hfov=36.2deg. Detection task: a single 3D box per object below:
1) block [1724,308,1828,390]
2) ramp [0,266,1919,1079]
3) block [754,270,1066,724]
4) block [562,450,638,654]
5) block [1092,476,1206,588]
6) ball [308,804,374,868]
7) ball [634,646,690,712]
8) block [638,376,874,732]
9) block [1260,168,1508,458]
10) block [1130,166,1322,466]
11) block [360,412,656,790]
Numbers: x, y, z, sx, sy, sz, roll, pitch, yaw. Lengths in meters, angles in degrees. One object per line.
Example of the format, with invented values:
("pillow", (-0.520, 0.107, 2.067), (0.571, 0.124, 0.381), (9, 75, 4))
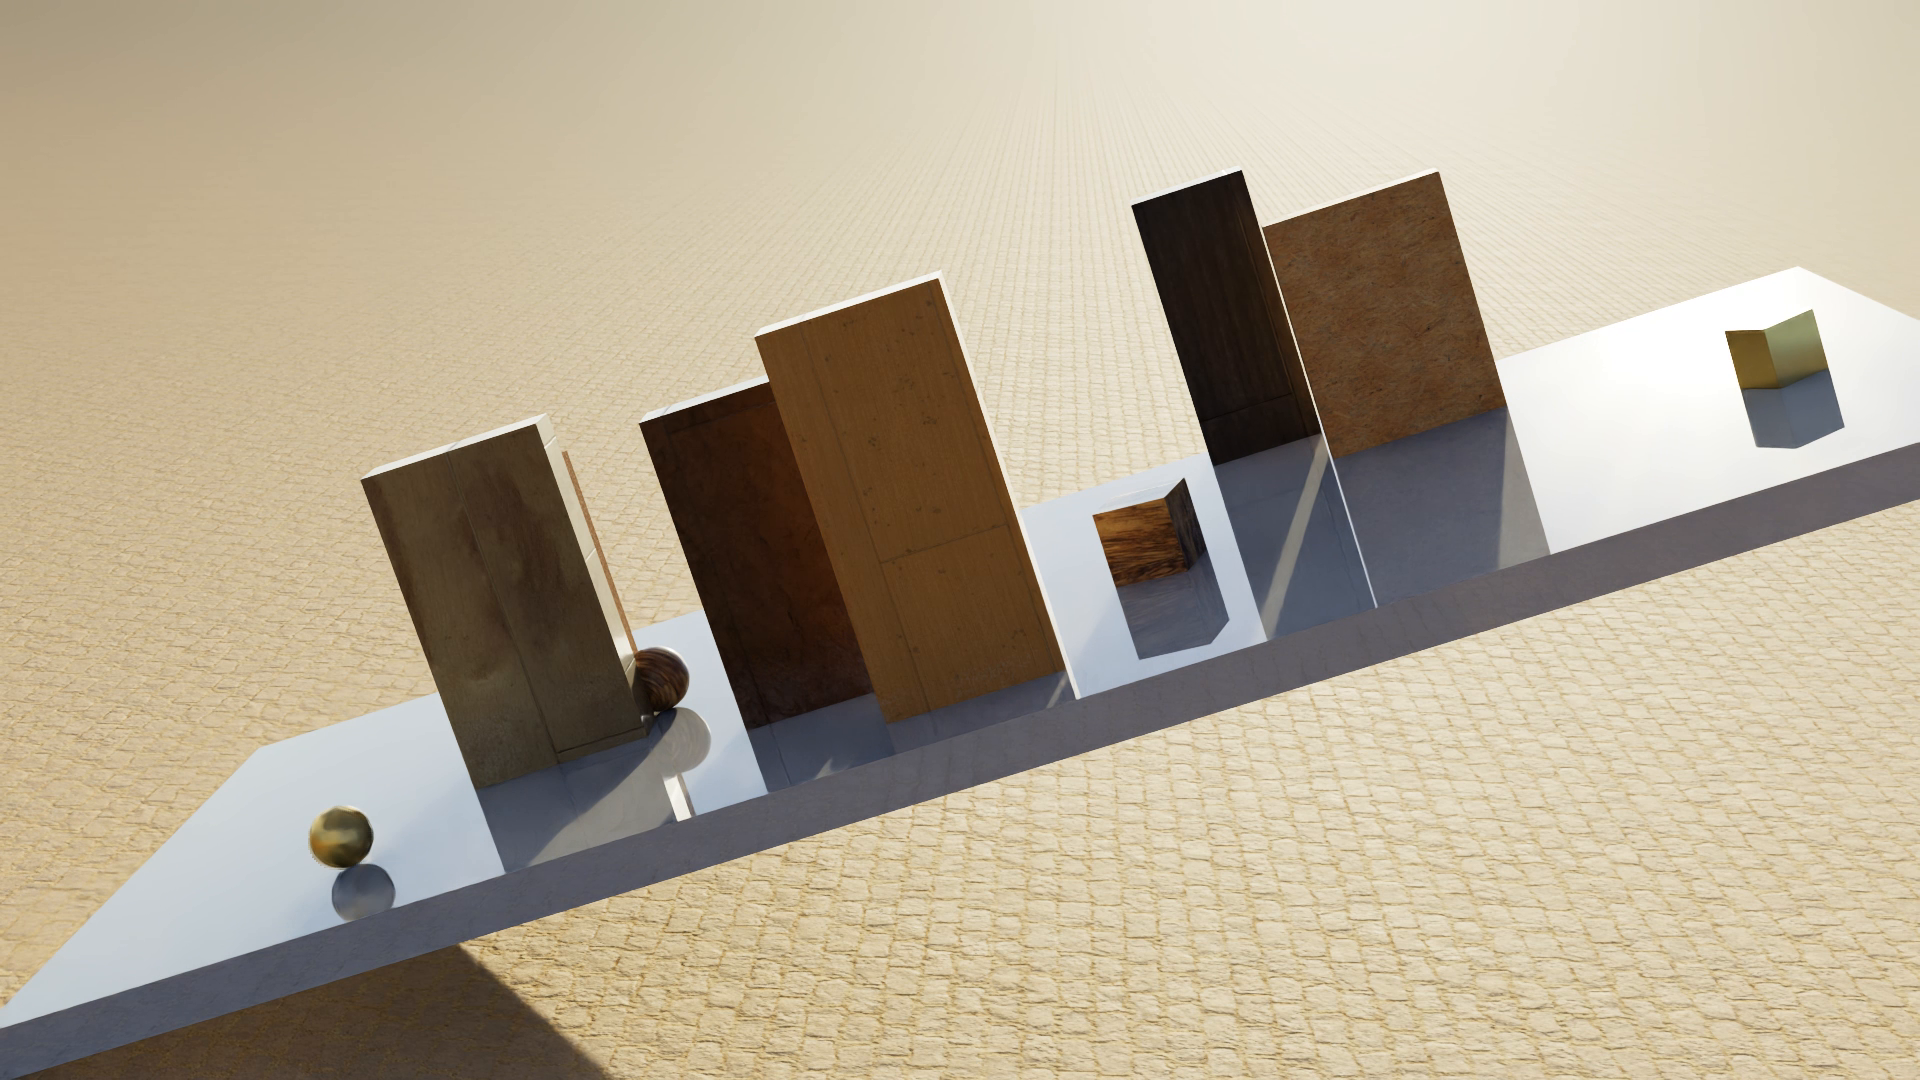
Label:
("block", (1.655, -0.388, 5.964), (0.128, 0.128, 0.128), (-22, 11, -21))
("ramp", (0.102, 0.182, 6.310), (4.000, 0.100, 2.000), (-17, 10, 5))
("block", (-0.088, -0.078, 5.554), (0.359, 0.778, 0.124), (-17, 10, 5))
("block", (-0.948, 0.145, 6.420), (0.377, 0.580, 0.127), (-17, 10, 5))
("block", (0.395, -0.016, 6.111), (0.161, 0.161, 0.161), (-14, 11, 23))
("ball", (-1.233, 0.591, 5.859), (0.127, 0.127, 0.127), (0, 12, 0))
("ball", (-0.653, 0.298, 6.330), (0.143, 0.143, 0.143), (0, 12, 0))
("block", (-0.395, 0.022, 5.892), (0.281, 0.657, 0.129), (-17, 10, 5))
("block", (0.953, -0.509, 6.620), (0.406, 0.550, 0.092), (-17, 10, 5))
("block", (0.633, -0.533, 7.008), (0.272, 0.654, 0.129), (-17, 10, 5))
("block", (-0.941, 0.130, 6.165), (0.386, 0.696, 0.135), (-17, 10, 5))
